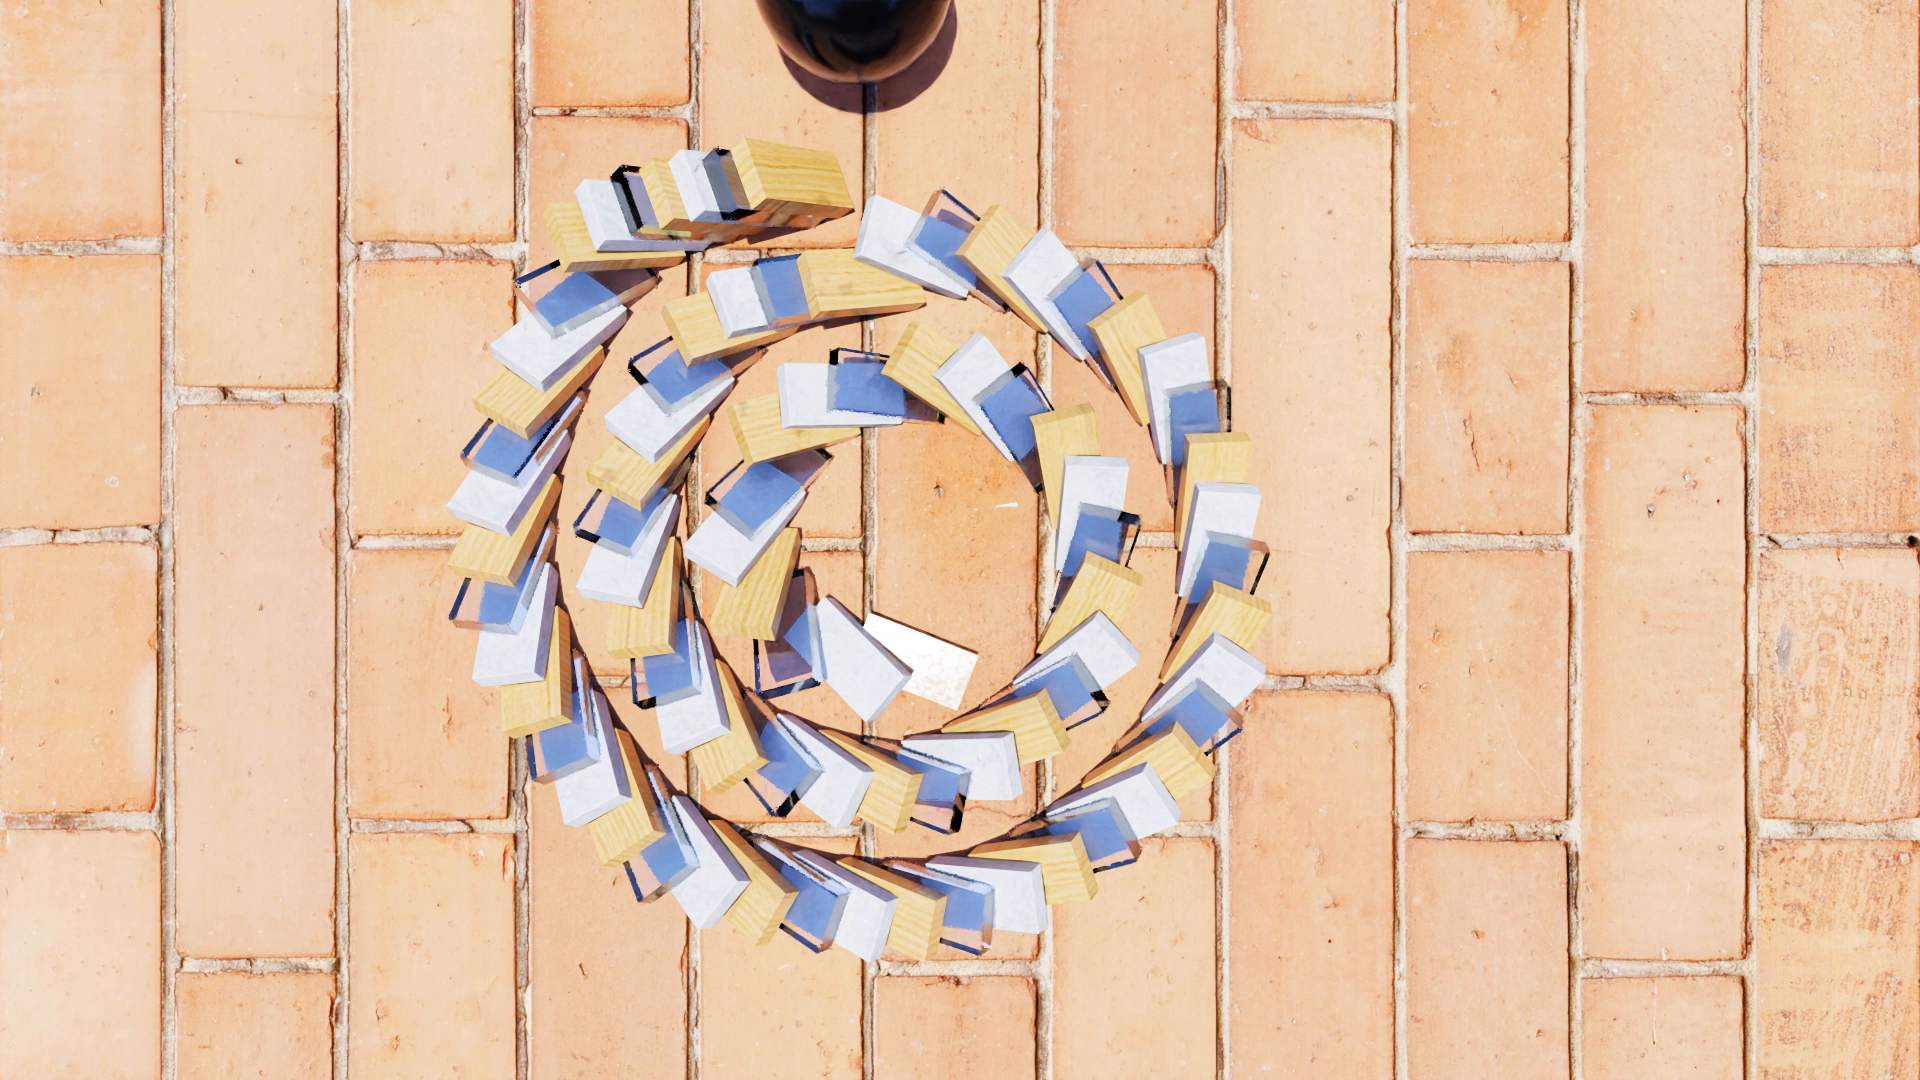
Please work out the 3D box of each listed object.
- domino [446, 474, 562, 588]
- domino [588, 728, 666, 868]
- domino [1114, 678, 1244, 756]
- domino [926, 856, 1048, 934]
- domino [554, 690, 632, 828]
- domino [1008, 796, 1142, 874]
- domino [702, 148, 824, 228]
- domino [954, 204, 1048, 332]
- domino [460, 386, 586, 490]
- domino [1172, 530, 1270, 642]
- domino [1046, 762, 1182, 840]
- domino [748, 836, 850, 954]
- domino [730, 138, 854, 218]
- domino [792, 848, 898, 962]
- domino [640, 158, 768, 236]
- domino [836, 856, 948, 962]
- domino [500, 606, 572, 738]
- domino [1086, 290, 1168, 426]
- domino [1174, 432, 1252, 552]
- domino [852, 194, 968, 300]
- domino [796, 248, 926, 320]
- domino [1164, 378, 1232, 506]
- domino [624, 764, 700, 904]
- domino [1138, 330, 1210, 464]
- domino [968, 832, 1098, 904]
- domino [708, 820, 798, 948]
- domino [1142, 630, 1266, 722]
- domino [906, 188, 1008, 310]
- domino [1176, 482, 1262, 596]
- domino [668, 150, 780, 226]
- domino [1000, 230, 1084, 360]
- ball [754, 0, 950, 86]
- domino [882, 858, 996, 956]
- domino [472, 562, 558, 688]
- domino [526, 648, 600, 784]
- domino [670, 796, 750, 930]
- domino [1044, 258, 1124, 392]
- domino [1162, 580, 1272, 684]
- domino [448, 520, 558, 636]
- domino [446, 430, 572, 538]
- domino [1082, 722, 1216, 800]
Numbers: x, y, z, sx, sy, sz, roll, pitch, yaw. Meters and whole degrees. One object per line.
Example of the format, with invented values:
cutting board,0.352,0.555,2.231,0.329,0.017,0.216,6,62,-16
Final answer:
domino,-0.190,-0.007,0.384,0.025,0.010,0.050,11,61,0
domino,-0.144,0.107,0.384,0.025,0.009,0.050,-34,60,0
domino,0.091,0.082,0.383,0.025,0.010,0.050,42,120,0
domino,0.011,0.148,0.383,0.050,0.009,0.025,-7,90,30
domino,-0.157,0.091,0.384,0.025,0.010,0.050,-28,61,0
domino,0.048,0.127,0.384,0.050,0.010,0.025,-28,90,30
domino,-0.080,-0.144,0.377,0.010,0.050,0.025,-20,90,38
domino,0.025,-0.113,0.384,0.050,0.010,0.025,36,89,-29
domino,-0.182,-0.047,0.384,0.025,0.010,0.050,22,61,0
domino,0.108,0.022,0.384,0.025,0.010,0.050,12,119,0
domino,0.064,0.114,0.384,0.050,0.009,0.025,-33,90,29
domino,-0.072,0.148,0.384,0.050,0.009,0.025,19,90,29
domino,-0.068,-0.148,0.377,0.009,0.050,0.025,-20,90,38
domino,-0.052,0.152,0.384,0.050,0.010,0.025,16,90,29
domino,-0.104,-0.141,0.377,0.010,0.050,0.025,-20,90,38
domino,-0.031,0.154,0.384,0.050,0.010,0.025,10,90,30
domino,-0.177,0.055,0.384,0.025,0.009,0.050,-16,60,0
domino,0.075,-0.076,0.383,0.025,0.009,0.050,-34,120,0
domino,0.105,-0.020,0.384,0.025,0.009,0.050,-2,120,0
domino,-0.018,-0.122,0.384,0.050,0.010,0.025,14,90,-29
domino,-0.041,-0.108,0.383,0.050,0.009,0.025,-14,89,-32
domino,0.100,-0.040,0.383,0.025,0.009,0.050,-10,120,0
domino,-0.131,0.122,0.384,0.025,0.009,0.050,-37,60,0
domino,0.092,-0.059,0.383,0.025,0.010,0.050,-17,120,0
domino,0.030,0.139,0.383,0.050,0.009,0.025,-19,90,30
domino,-0.093,0.143,0.383,0.050,0.009,0.025,30,90,30
domino,0.101,0.064,0.383,0.025,0.010,0.050,34,120,0
domino,0.005,-0.120,0.383,0.050,0.009,0.025,28,89,-30
domino,0.107,0.001,0.384,0.025,0.009,0.050,3,120,0
domino,-0.093,-0.144,0.377,0.010,0.050,0.025,-20,91,38
domino,0.043,-0.102,0.384,0.025,0.009,0.050,-49,119,0
ball,-0.043,-0.223,0.360,0.080,0.080,0.080,0,90,0
domino,-0.010,0.153,0.383,0.050,0.010,0.025,4,90,30
domino,-0.185,0.035,0.383,0.025,0.009,0.050,-7,60,0
domino,-0.168,0.073,0.384,0.025,0.009,0.050,-22,61,0
domino,-0.112,0.134,0.383,0.050,0.009,0.025,40,90,30
domino,0.060,-0.090,0.384,0.025,0.009,0.050,-43,119,0
domino,0.106,0.043,0.383,0.025,0.010,0.050,21,121,0
domino,-0.190,0.014,0.384,0.025,0.010,0.050,7,60,0
domino,-0.188,-0.028,0.384,0.025,0.010,0.050,20,61,0
domino,0.078,0.099,0.384,0.050,0.010,0.025,-40,90,30
